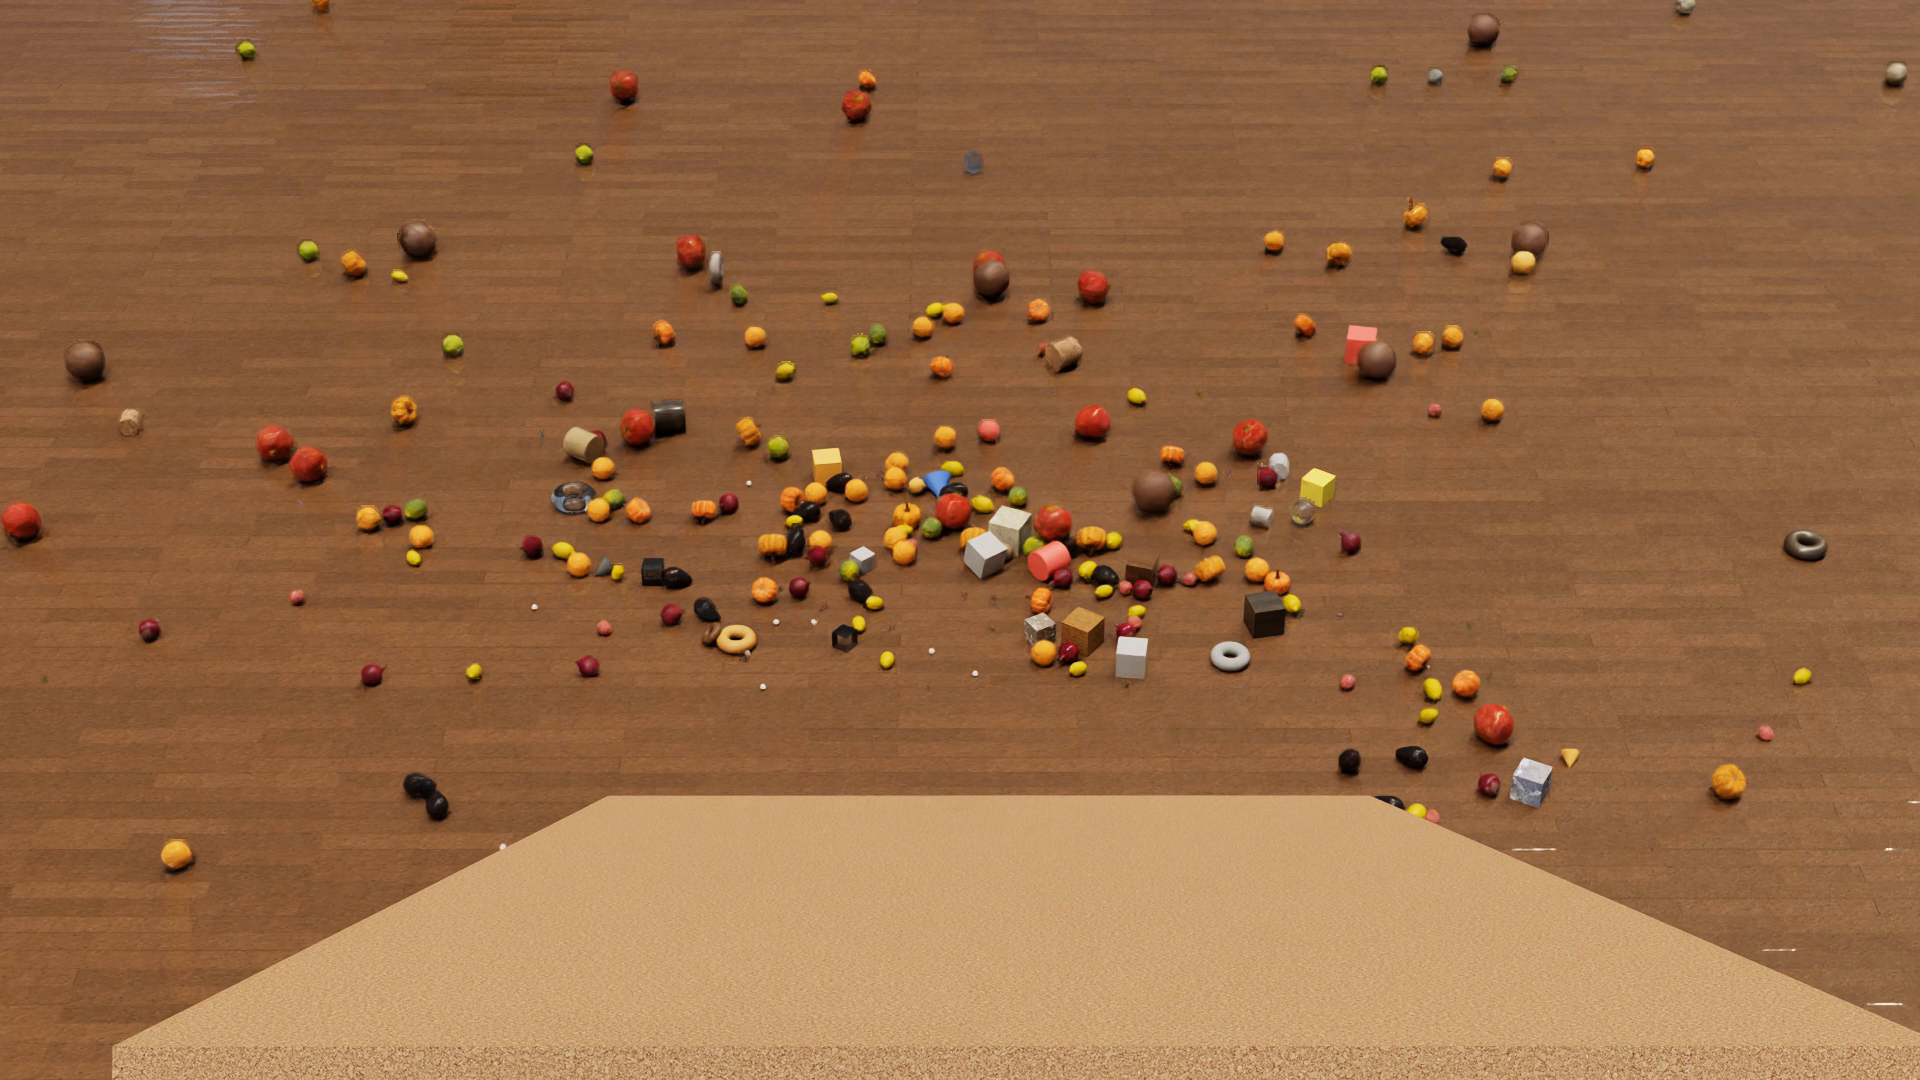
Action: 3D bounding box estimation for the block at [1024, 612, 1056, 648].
[{"bbox_3d":[0.231,0.262,7.499,0.065,0.065,0.065,-20,39,-26],"label":"block"}]

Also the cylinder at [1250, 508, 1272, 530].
[{"bbox_3d":[0.924,-0.066,7.981,0.055,0.055,0.055,15,37,20],"label":"cylinder"}]

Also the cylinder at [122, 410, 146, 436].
[{"bbox_3d":[-2.681,-0.382,8.428,0.063,0.063,0.063,-14,66,-19],"label":"cylinder"}]

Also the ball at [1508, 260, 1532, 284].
[{"bbox_3d":[1.992,-0.955,9.234,0.086,0.086,0.086,0,35,0],"label":"ball"}]

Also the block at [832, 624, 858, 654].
[{"bbox_3d":[-0.332,0.283,7.480,0.052,0.052,0.052,22,40,28],"label":"block"}]

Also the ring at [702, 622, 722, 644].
[{"bbox_3d":[-0.717,0.269,7.496,0.075,0.025,0.075,-39,27,24],"label":"ring"}]

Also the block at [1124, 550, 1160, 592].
[{"bbox_3d":[0.542,0.092,7.731,0.080,0.080,0.080,11,36,15],"label":"block"}]

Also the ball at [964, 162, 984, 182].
[{"bbox_3d":[0.052,-1.398,9.882,0.073,0.073,0.073,0,35,0],"label":"ball"}]

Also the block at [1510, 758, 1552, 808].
[{"bbox_3d":[1.524,0.648,6.929,0.082,0.082,0.082,18,39,24],"label":"block"}]

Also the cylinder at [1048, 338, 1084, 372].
[{"bbox_3d":[0.357,-0.622,8.752,0.089,0.089,0.089,-24,41,-30],"label":"cylinder"}]

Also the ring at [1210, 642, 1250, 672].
[{"bbox_3d":[0.773,0.332,7.422,0.115,0.038,0.115,0,36,0],"label":"ring"}]

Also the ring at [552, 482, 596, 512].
[{"bbox_3d":[-1.202,-0.133,8.085,0.141,0.047,0.141,1,34,-1],"label":"ring"}]

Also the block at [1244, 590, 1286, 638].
[{"bbox_3d":[0.884,0.216,7.541,0.093,0.093,0.093,-8,36,-11],"label":"block"}]

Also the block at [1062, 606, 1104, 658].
[{"bbox_3d":[0.353,0.265,7.474,0.090,0.090,0.090,21,40,28],"label":"block"}]

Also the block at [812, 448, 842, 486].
[{"bbox_3d":[-0.419,-0.229,8.191,0.083,0.083,0.083,-5,35,-8],"label":"block"}]

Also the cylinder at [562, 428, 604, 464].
[{"bbox_3d":[-1.204,-0.299,8.283,0.093,0.093,0.093,22,40,28],"label":"cylinder"}]

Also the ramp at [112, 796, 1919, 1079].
[{"bbox_3d":[0.077,0.661,4.825,2.000,0.100,4.000,0,-2,0],"label":"ramp"}]

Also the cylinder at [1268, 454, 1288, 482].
[{"bbox_3d":[1.006,-0.229,8.208,0.063,0.063,0.063,3,35,4],"label":"cylinder"}]

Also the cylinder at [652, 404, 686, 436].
[{"bbox_3d":[-0.940,-0.389,8.410,0.096,0.096,0.096,-7,35,-10],"label":"cylinder"}]

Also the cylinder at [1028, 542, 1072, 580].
[{"bbox_3d":[0.267,0.063,7.763,0.092,0.092,0.092,-27,43,-33],"label":"cylinder"}]

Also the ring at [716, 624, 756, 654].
[{"bbox_3d":[-0.645,0.286,7.488,0.117,0.039,0.117,1,34,-1],"label":"ring"}]

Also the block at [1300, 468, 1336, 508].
[{"bbox_3d":[1.116,-0.163,8.101,0.077,0.077,0.077,23,41,29],"label":"block"}]

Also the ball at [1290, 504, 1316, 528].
[{"bbox_3d":[1.053,-0.071,7.970,0.075,0.075,0.075,0,35,0],"label":"ball"}]

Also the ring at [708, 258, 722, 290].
[{"bbox_3d":[-0.865,-0.940,9.190,0.037,0.112,0.112,-1,35,2],"label":"ring"}]

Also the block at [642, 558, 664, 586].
[{"bbox_3d":[-0.915,0.096,7.743,0.060,0.060,0.060,1,35,2],"label":"block"}]

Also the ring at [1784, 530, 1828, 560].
[{"bbox_3d":[2.565,0.014,7.876,0.129,0.043,0.129,-1,36,1],"label":"ring"}]

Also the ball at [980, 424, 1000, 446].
[{"bbox_3d":[0.097,-0.340,8.362,0.070,0.070,0.070,0,35,0],"label":"ball"}]

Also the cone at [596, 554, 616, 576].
[{"bbox_3d":[-1.072,0.088,7.781,0.067,0.067,0.067,-48,49,-6],"label":"cone"}]

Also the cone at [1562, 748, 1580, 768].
[{"bbox_3d":[1.655,0.599,7.051,0.050,0.050,0.050,6,62,9],"label":"cone"}]

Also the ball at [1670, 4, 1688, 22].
[{"bbox_3d":[3.076,-2.254,11.108,0.081,0.081,0.081,0,35,0],"label":"ball"}]

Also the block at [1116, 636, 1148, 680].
[{"bbox_3d":[0.488,0.335,7.379,0.083,0.083,0.083,5,35,7],"label":"block"}]

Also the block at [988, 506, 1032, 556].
[{"bbox_3d":[0.152,-0.026,7.884,0.099,0.099,0.099,15,37,20],"label":"block"}]

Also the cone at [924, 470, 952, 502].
[{"bbox_3d":[-0.064,-0.156,8.122,0.090,0.090,0.090,-7,62,-10],"label":"cone"}]

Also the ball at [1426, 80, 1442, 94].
[{"bbox_3d":[1.921,-1.838,10.526,0.061,0.061,0.061,0,35,0],"label":"ball"}]

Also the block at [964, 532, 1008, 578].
[{"bbox_3d":[0.075,0.045,7.778,0.086,0.086,0.086,-25,56,-31],"label":"block"}]

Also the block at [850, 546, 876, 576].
[{"bbox_3d":[-0.292,0.063,7.795,0.055,0.055,0.055,-28,43,-34],"label":"block"}]

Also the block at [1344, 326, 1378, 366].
[{"bbox_3d":[1.358,-0.659,8.800,0.094,0.094,0.094,7,35,10],"label":"block"}]

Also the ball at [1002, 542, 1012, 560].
[{"bbox_3d":[0.130,0.034,7.835,0.056,0.056,0.056,0,35,0],"label":"ball"}]

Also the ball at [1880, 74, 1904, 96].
[{"bbox_3d":[3.768,-1.839,10.503,0.090,0.090,0.090,0,35,0],"label":"ball"}]

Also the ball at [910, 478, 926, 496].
[{"bbox_3d":[-0.131,-0.166,8.128,0.051,0.051,0.051,0,35,0],"label":"ball"}]
